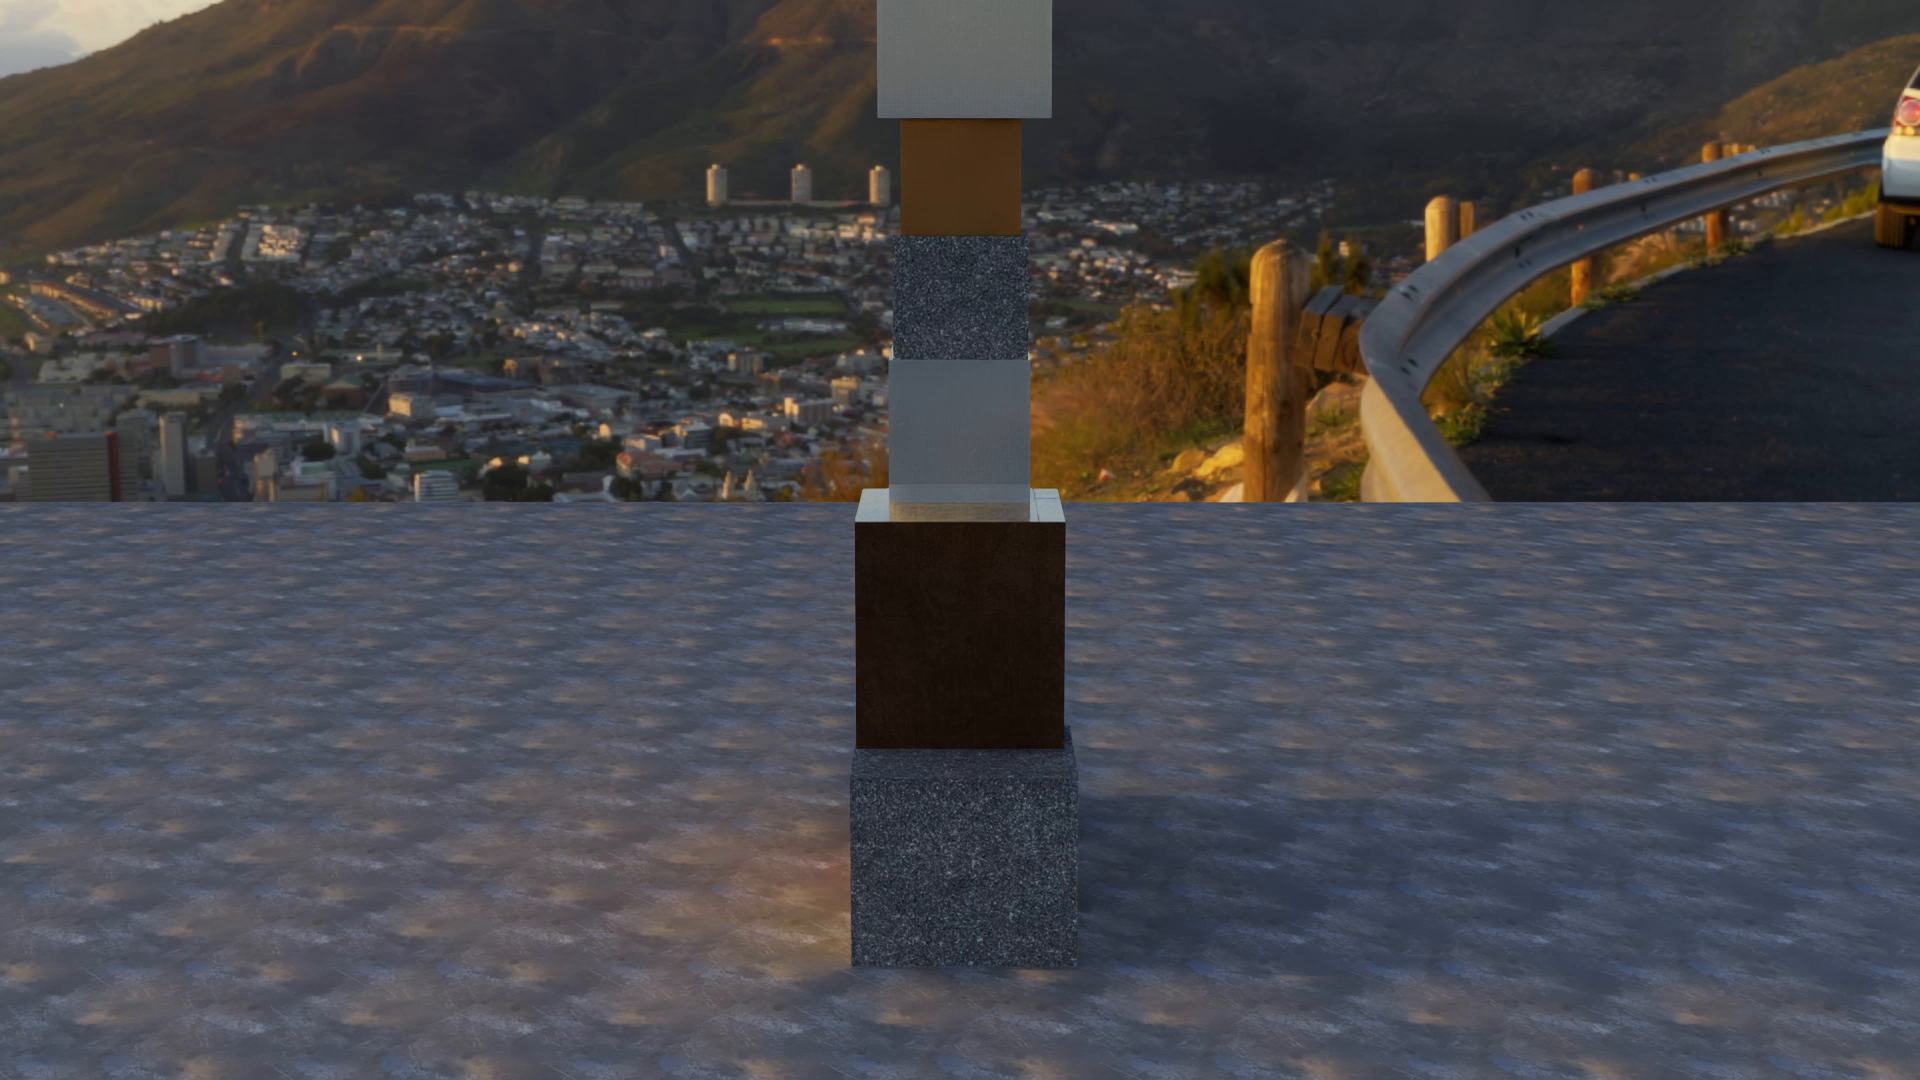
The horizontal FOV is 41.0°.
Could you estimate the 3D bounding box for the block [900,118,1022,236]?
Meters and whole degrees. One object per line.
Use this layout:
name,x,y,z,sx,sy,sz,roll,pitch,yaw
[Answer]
block,0.004,-1.553,10.916,0.501,0.483,0.504,0,10,0

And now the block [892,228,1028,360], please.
block,0.003,-1.060,11.002,0.567,0.517,0.563,0,10,0

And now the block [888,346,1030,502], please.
block,-0.002,-0.507,11.098,0.595,0.606,0.582,0,10,0

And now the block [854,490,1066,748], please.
block,0.001,0.315,10.883,0.853,0.940,0.880,0,10,0

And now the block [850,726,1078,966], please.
block,0.017,1.244,10.561,0.900,0.773,0.830,0,10,0

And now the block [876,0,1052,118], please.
block,0.019,-2.152,10.812,0.717,0.733,0.610,0,10,0
